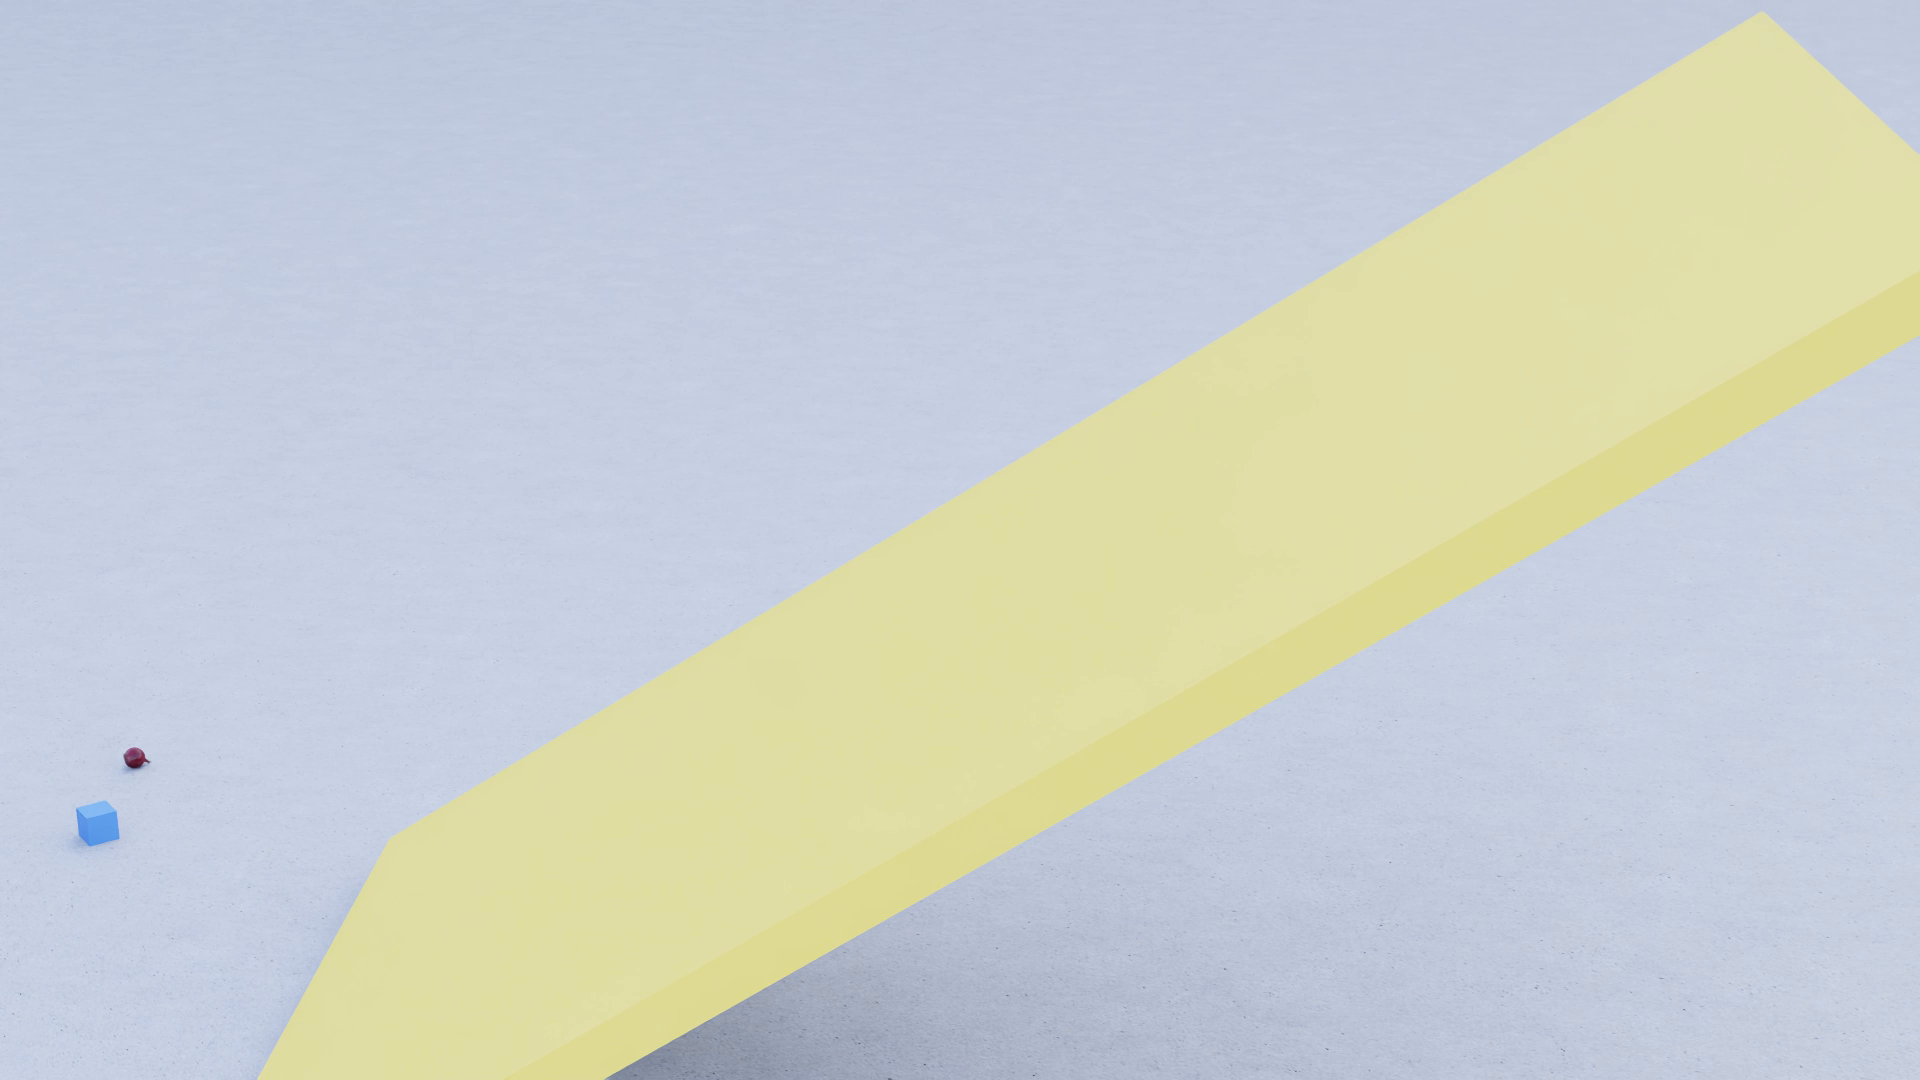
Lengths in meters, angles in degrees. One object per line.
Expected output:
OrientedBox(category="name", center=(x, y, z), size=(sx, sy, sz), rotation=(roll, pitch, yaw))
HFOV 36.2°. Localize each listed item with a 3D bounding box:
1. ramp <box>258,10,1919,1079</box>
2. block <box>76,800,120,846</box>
OrientedBox(category="ramp", center=(0.139, 0.171, 6.296), size=(4.000, 0.100, 2.000), rotation=(-31, 15, 14))
OrientedBox(category="block", center=(-2.310, 0.759, 7.879), size=(0.082, 0.082, 0.082), rotation=(-14, 24, -33))
